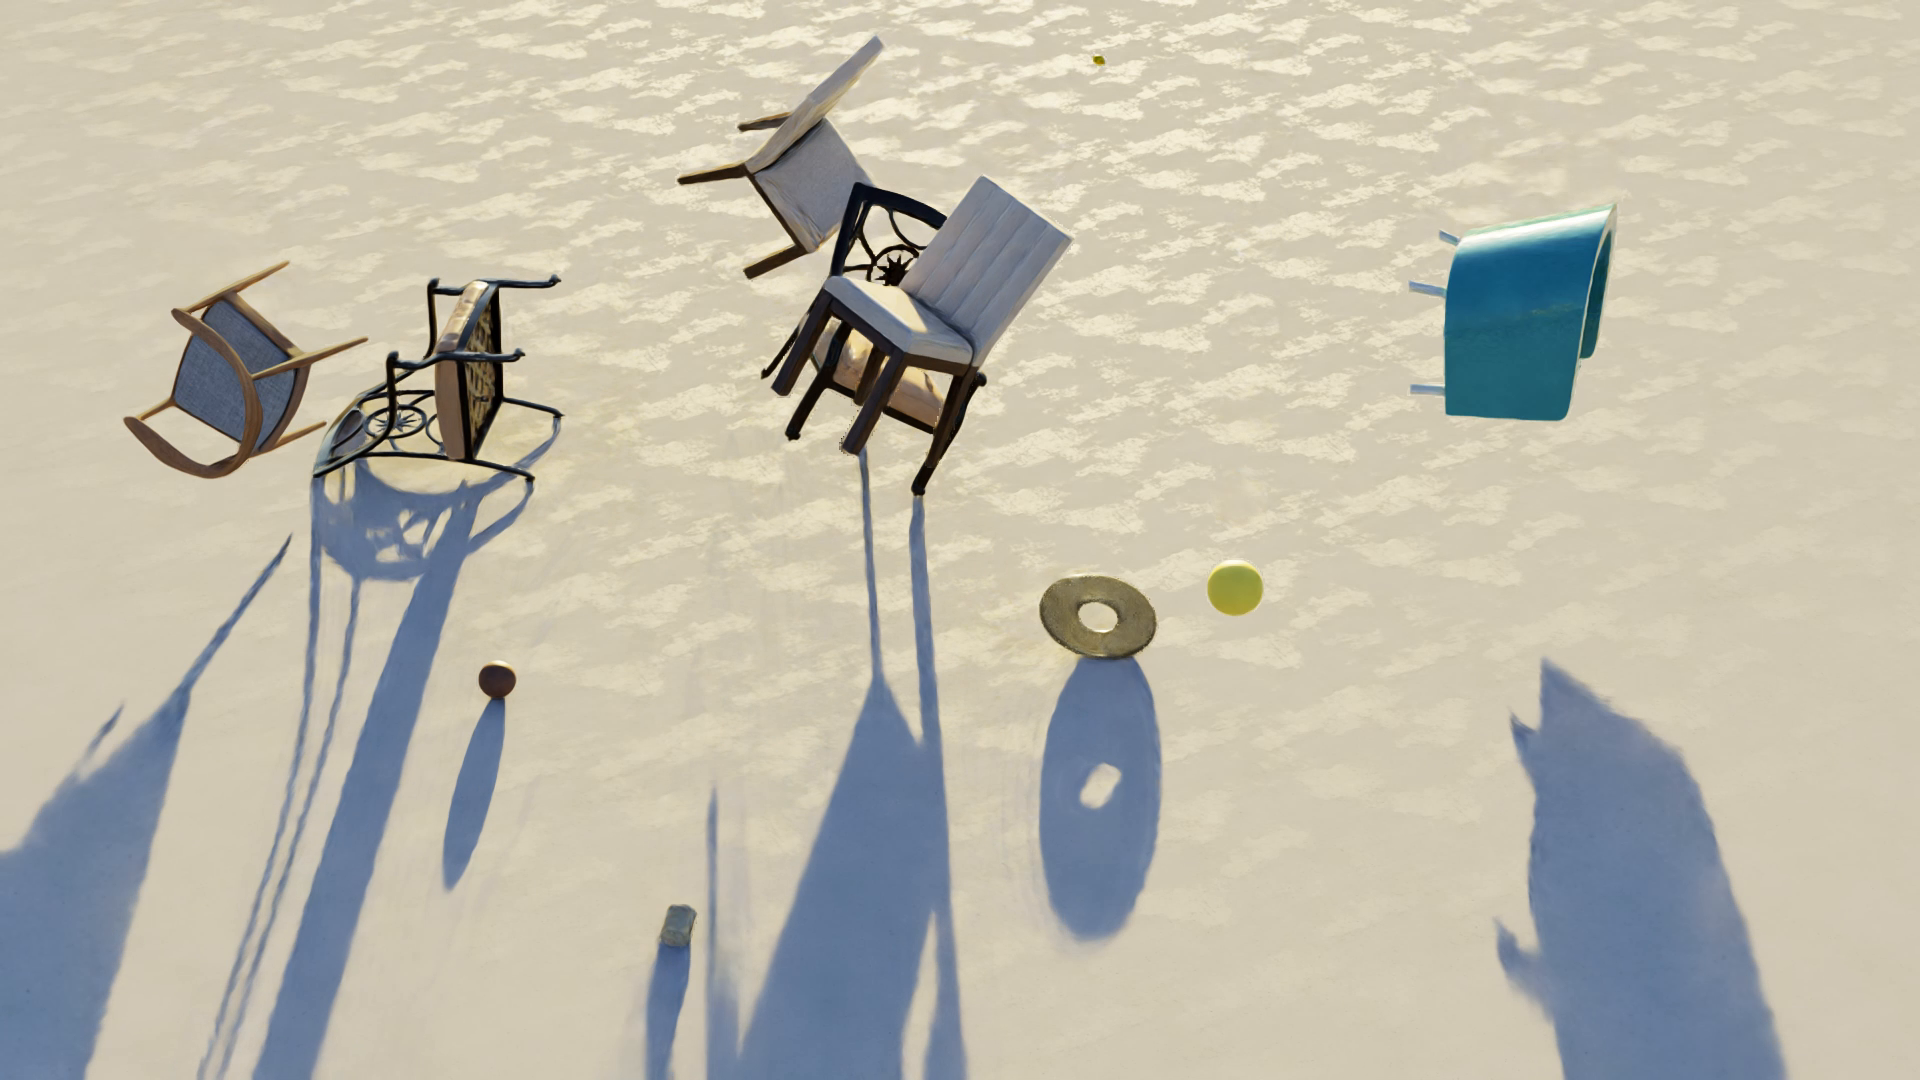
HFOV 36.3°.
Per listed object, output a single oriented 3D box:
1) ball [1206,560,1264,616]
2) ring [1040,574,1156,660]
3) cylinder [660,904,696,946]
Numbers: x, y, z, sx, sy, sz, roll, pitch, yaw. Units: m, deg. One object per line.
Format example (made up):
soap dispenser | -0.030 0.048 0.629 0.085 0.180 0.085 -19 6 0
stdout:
ball | 0.841 0.145 8.965 0.171 0.171 0.171 0 33 0
ring | 0.487 0.271 10.348 0.423 0.075 0.309 14 71 2
cylinder | -0.872 1.192 9.074 0.091 0.068 0.125 9 34 3
